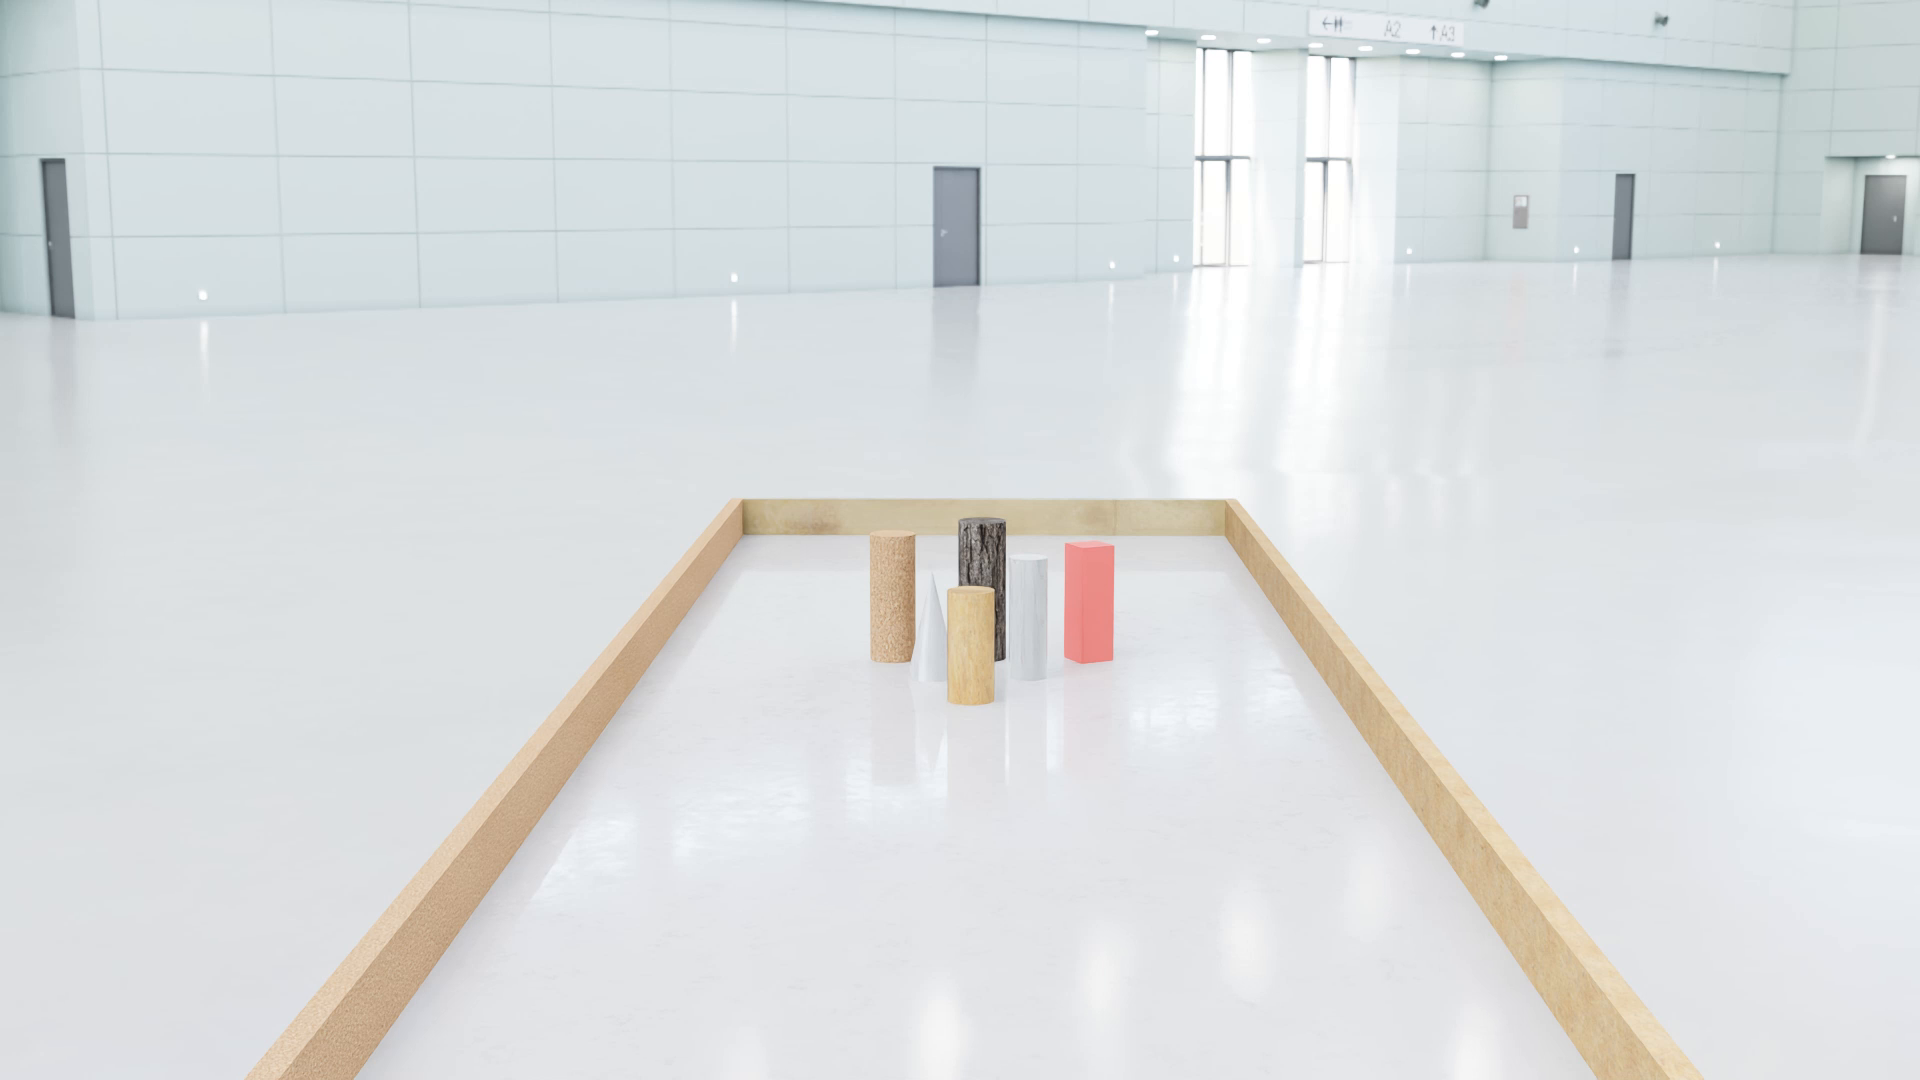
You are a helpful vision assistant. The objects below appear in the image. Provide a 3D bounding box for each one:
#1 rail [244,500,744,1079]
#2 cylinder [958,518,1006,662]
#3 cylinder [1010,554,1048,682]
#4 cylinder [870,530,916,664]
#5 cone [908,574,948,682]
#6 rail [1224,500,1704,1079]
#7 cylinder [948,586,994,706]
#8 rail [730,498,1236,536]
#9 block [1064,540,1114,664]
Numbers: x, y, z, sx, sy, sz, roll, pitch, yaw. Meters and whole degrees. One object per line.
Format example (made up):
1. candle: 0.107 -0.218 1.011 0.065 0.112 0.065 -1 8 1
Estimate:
1. rail: -1.004 0.839 3.234 0.050 0.150 12.000 0 9 1
2. cylinder: 0.068 0.151 6.702 0.146 0.424 0.146 0 9 0
3. cylinder: 0.200 0.226 6.439 0.113 0.358 0.113 0 9 0
4. cylinder: -0.204 0.171 6.694 0.139 0.387 0.139 0 9 0
5. cone: -0.081 0.246 6.450 0.149 0.316 0.149 0 9 0
6. rail: 1.046 0.843 3.208 0.050 0.150 12.000 0 9 1
7. cylinder: 0.031 0.294 6.150 0.133 0.313 0.133 0 9 0
8. rail: 0.099 -0.098 9.147 2.100 0.150 0.050 0 9 1
9. block: 0.393 0.188 6.690 0.111 0.355 0.111 -4 10 -26
